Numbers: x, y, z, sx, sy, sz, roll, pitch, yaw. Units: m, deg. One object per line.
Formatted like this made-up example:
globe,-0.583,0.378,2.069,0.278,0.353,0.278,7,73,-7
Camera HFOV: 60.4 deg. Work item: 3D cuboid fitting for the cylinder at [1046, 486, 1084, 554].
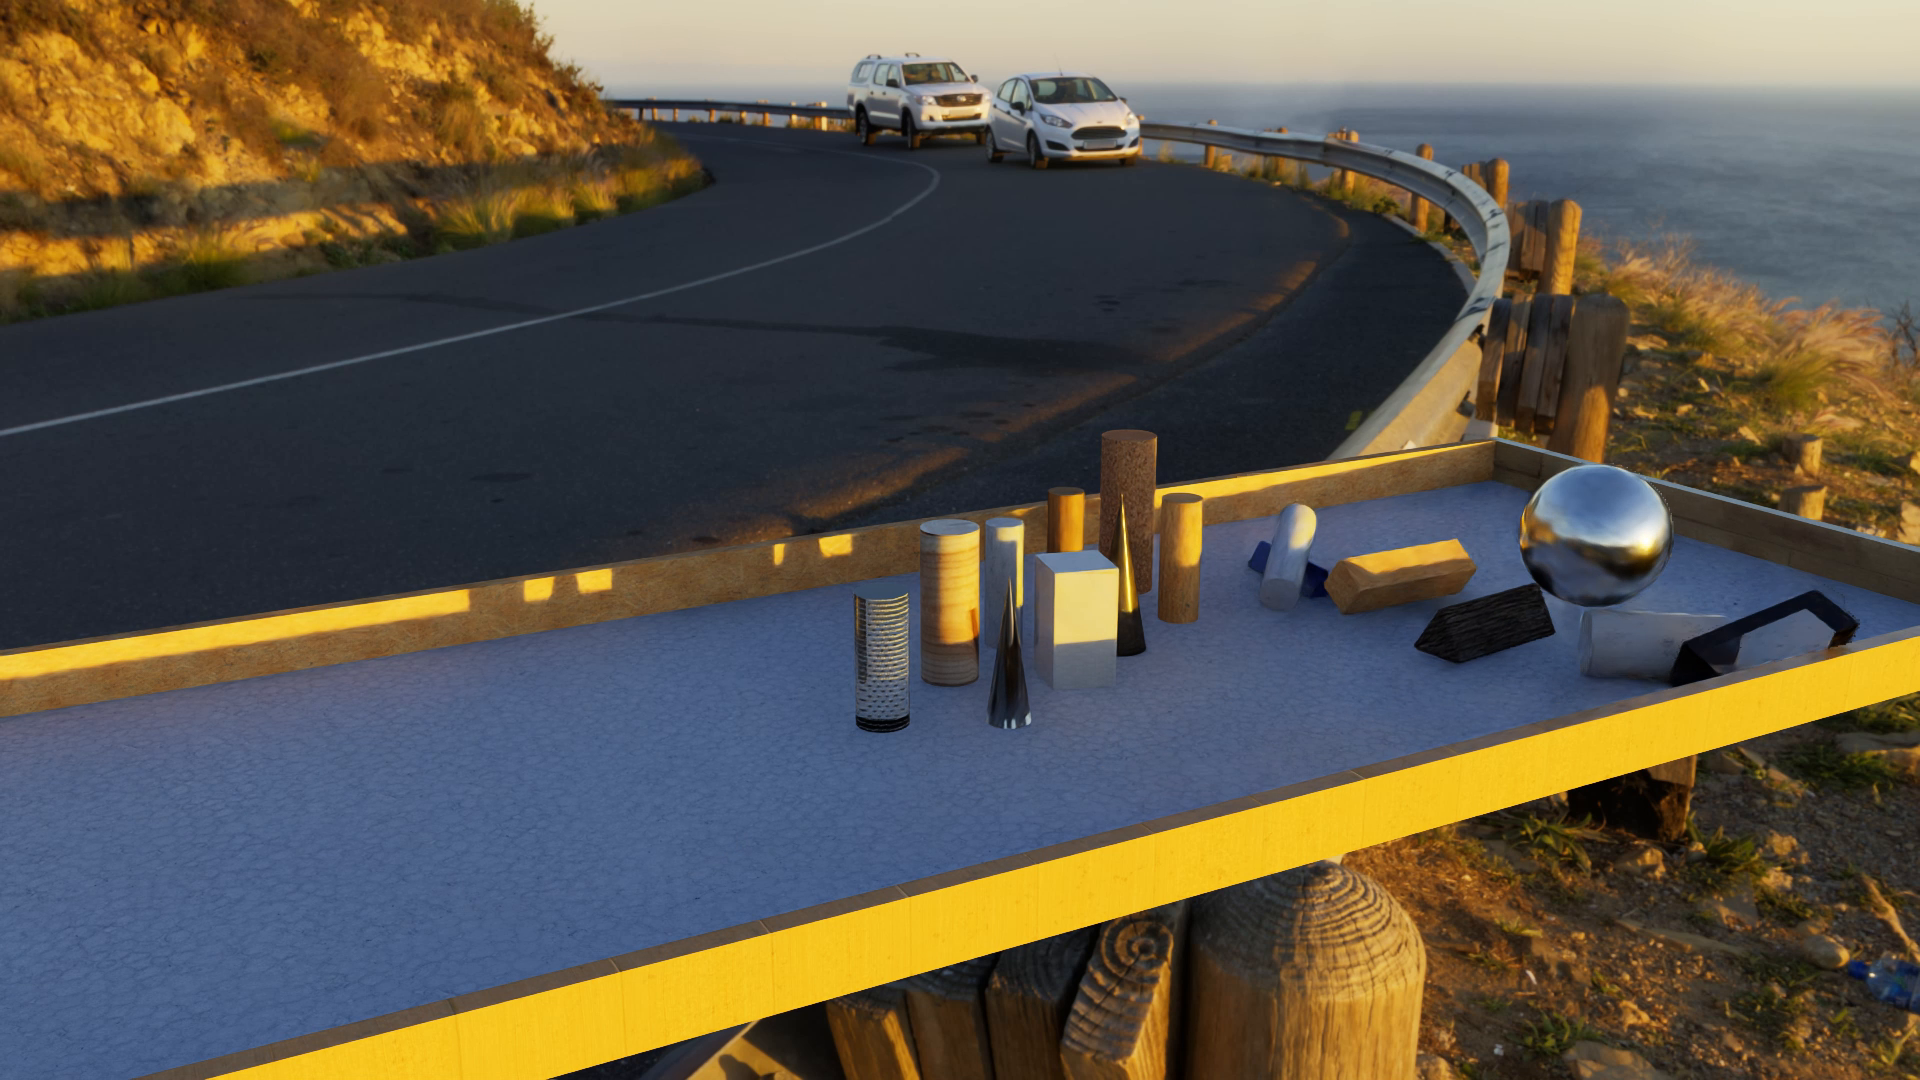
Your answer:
cylinder,0.293,0.035,4.604,0.101,0.355,0.101,0,16,0

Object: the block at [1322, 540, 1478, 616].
block,1.261,0.105,4.718,0.434,0.113,0.113,-8,53,-26

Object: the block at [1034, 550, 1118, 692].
block,0.289,0.199,4.134,0.164,0.306,0.164,-4,17,-14

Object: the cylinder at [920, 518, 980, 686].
cylinder,-0.025,0.157,4.124,0.148,0.393,0.148,0,16,0

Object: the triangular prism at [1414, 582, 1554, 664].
triangular prism,1.411,0.208,4.408,0.397,0.127,0.147,-11,20,-33

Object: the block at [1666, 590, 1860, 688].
block,1.922,0.269,3.950,0.429,0.132,0.132,-17,44,-19

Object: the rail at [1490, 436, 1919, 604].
rail,2.466,-0.048,5.253,0.050,0.150,2.100,-9,18,-27

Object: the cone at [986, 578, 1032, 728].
cone,0.115,0.253,3.855,0.109,0.361,0.109,0,16,0

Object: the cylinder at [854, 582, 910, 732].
cylinder,-0.182,0.274,3.846,0.128,0.325,0.128,0,16,0

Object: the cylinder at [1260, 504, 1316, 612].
cylinder,0.958,0.047,4.803,0.112,0.112,0.413,5,33,17

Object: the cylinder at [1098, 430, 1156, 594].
cylinder,0.488,-0.081,4.816,0.159,0.460,0.159,0,16,0

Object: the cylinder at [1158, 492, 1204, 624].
cylinder,0.610,0.050,4.573,0.114,0.346,0.114,0,16,0

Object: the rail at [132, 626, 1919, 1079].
rail,-2.336,1.006,1.665,12.000,0.150,0.050,-9,18,-27

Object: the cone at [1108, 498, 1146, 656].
cone,0.419,0.082,4.329,0.150,0.421,0.150,0,16,0

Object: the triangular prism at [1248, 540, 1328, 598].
triangular prism,0.991,0.081,4.931,0.092,0.080,0.331,-7,18,-23

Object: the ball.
ball,1.617,-0.011,4.206,0.367,0.367,0.367,0,16,0

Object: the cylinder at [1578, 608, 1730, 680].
cylinder,1.746,0.266,4.149,0.327,0.170,0.170,3,17,10

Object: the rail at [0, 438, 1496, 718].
rail,-3.305,0.497,3.399,12.000,0.150,0.050,-9,18,-27

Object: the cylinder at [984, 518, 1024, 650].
cylinder,0.116,0.115,4.367,0.101,0.336,0.101,0,16,0
